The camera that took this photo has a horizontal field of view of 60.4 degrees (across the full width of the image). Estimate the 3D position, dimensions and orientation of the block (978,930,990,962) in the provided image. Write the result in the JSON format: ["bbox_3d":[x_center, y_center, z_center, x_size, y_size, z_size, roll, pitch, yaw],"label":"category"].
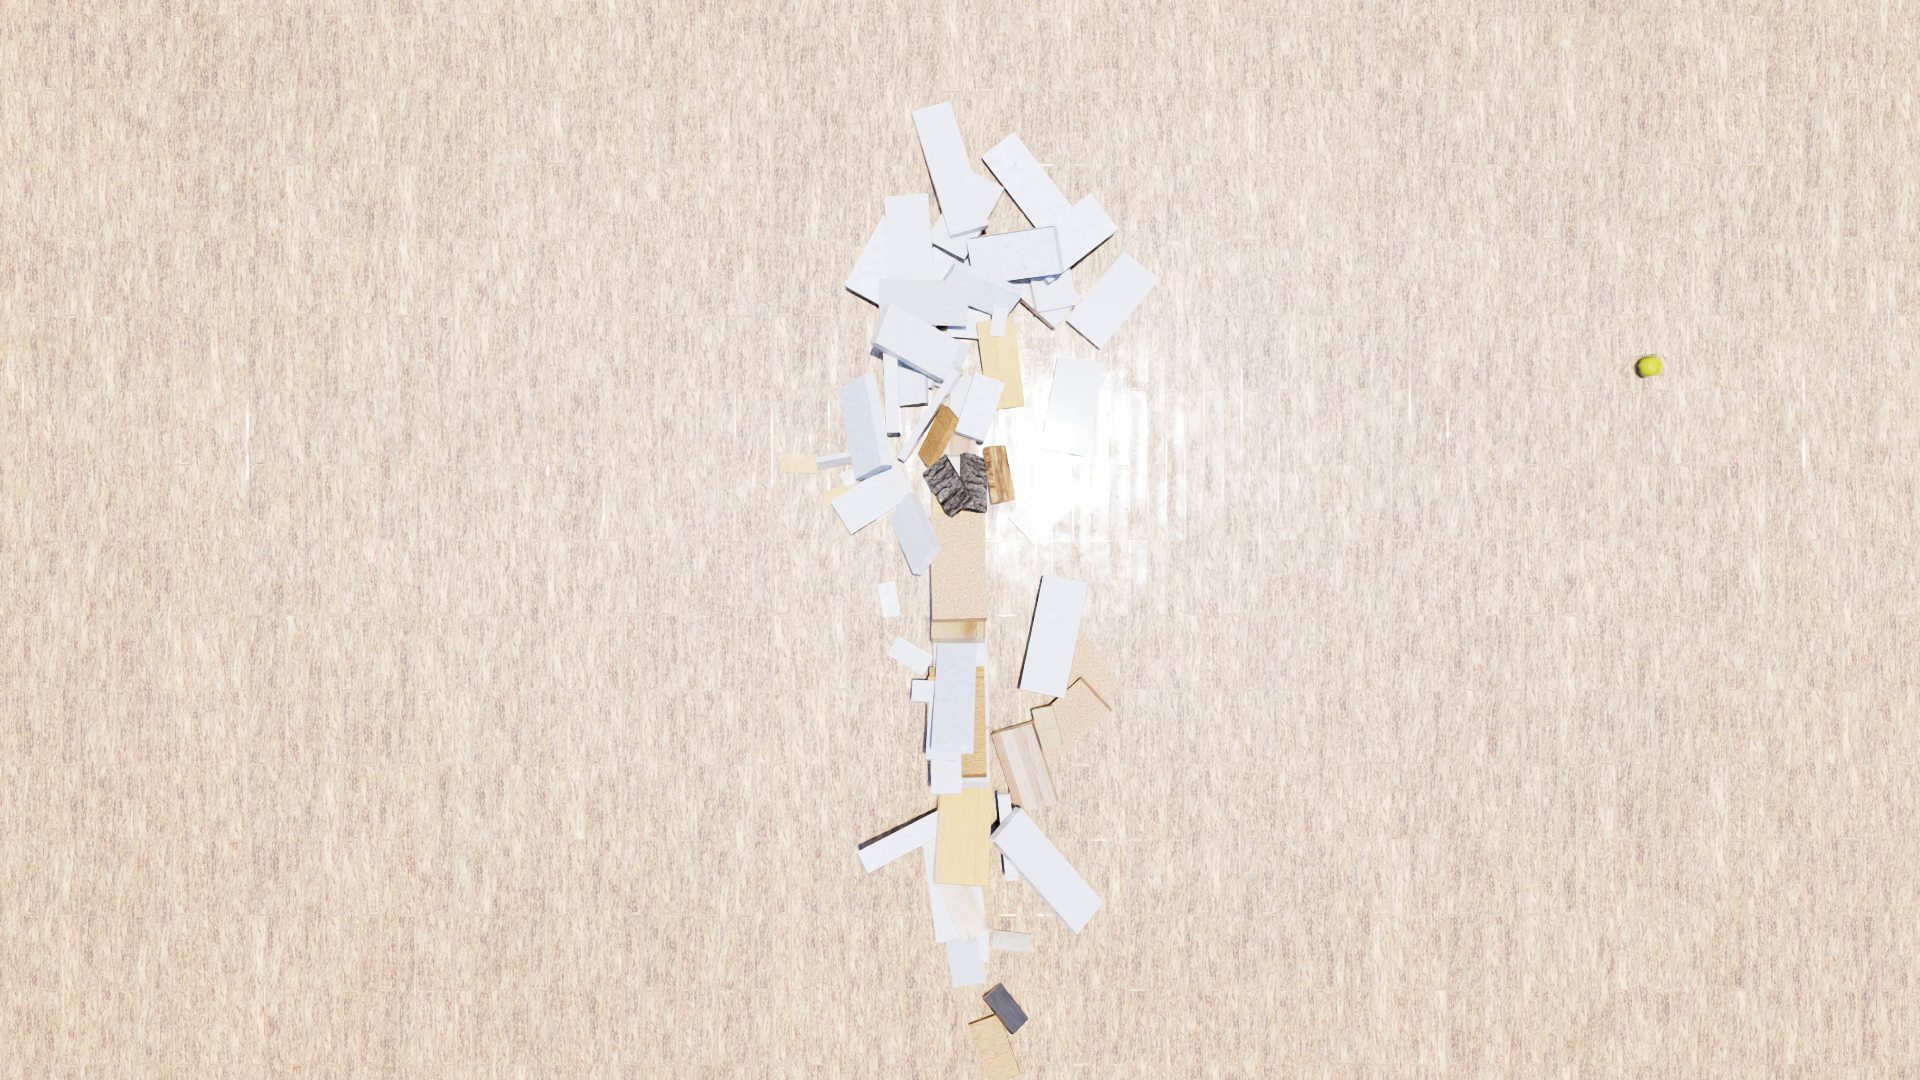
[{"bbox_3d":[0.065,1.341,5.491,0.062,0.018,0.124,1,90,0],"label":"block"}]

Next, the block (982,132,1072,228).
[{"bbox_3d":[0.225,-1.182,5.481,0.136,0.039,0.326,-38,90,0],"label":"block"}]

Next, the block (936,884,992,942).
[{"bbox_3d":[0.009,1.183,5.355,0.107,0.030,0.213,-24,87,-8],"label":"block"}]

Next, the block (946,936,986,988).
[{"bbox_3d":[0.018,1.387,5.421,0.107,0.030,0.213,-9,129,0],"label":"block"}]

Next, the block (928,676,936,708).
[{"bbox_3d":[-0.056,0.531,5.279,0.094,0.027,0.187,0,68,1],"label":"block"}]

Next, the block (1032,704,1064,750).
[{"bbox_3d":[0.289,0.616,5.423,0.069,0.020,0.139,-14,97,13],"label":"block"}]

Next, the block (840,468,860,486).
[{"bbox_3d":[-0.347,-0.218,5.493,0.095,0.014,0.048,-25,90,0],"label":"block"}]

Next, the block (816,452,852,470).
[{"bbox_3d":[-0.411,-0.264,5.468,0.124,0.062,0.018,-10,68,0],"label":"block"}]

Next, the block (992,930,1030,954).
[{"bbox_3d":[0.170,1.335,5.491,0.124,0.018,0.062,7,90,0],"label":"block"}]

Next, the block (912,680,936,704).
[{"bbox_3d":[-0.083,0.486,5.273,0.139,0.020,0.069,2,68,1],"label":"block"}]

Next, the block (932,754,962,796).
[{"bbox_3d":[-0.043,0.711,5.206,0.094,0.027,0.187,-1,68,0],"label":"block"}]

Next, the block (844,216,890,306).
[{"bbox_3d":[-0.260,-0.921,5.444,0.131,0.037,0.262,29,90,0],"label":"block"}]

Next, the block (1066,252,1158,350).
[{"bbox_3d":[0.505,-0.795,5.479,0.149,0.042,0.298,40,90,0],"label":"block"}]

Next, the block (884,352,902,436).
[{"bbox_3d":[-0.223,-0.506,5.422,0.044,0.156,0.312,-2,90,0],"label":"block"}]

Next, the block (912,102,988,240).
[{"bbox_3d":[-0.033,-1.221,5.440,0.131,0.037,0.449,-16,80,-3],"label":"block"}]

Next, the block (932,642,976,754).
[{"bbox_3d":[-0.015,0.478,5.213,0.127,0.514,0.036,1,128,1],"label":"block"}]

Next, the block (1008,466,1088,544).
[{"bbox_3d":[0.291,-0.117,5.483,0.247,0.035,0.123,-43,90,0],"label":"block"}]

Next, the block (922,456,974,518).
[{"bbox_3d":[-0.038,-0.175,5.368,0.094,0.027,0.188,-38,61,14],"label":"block"}]

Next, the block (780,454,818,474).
[{"bbox_3d":[-0.535,-0.254,5.491,0.124,0.018,0.062,3,90,0],"label":"block"}]

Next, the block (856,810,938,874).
[{"bbox_3d":[-0.135,0.957,5.369,0.412,0.022,0.076,-25,78,-16],"label":"block"}]

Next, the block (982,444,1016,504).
[{"bbox_3d":[0.129,-0.220,5.455,0.027,0.094,0.188,-10,90,39],"label":"block"}]

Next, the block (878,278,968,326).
[{"bbox_3d":[-0.118,-0.773,5.364,0.286,0.041,0.143,2,129,2],"label":"block"}]

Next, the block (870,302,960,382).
[{"bbox_3d":[-0.144,-0.640,5.359,0.286,0.041,0.143,27,75,-29],"label":"block"}]

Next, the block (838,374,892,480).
[{"bbox_3d":[-0.311,-0.371,5.397,0.044,0.156,0.311,-2,76,-39],"label":"block"}]

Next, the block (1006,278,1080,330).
[{"bbox_3d":[0.252,-0.839,5.460,0.273,0.039,0.136,41,81,-4],"label":"block"}]

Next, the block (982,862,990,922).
[{"bbox_3d":[0.012,0.984,5.459,0.170,0.048,0.580,-1,87,0],"label":"block"}]

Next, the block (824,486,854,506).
[{"bbox_3d":[-0.393,-0.144,5.476,0.115,0.016,0.058,-5,87,2],"label":"block"}]

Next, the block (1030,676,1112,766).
[{"bbox_3d":[0.341,0.603,5.443,0.297,0.042,0.148,-43,90,14],"label":"block"}]

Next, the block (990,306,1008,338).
[{"bbox_3d":[0.128,-0.716,5.408,0.048,0.014,0.095,8,100,-3],"label":"block"}]

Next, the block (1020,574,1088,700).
[{"bbox_3d":[0.310,0.317,5.413,0.149,0.042,0.385,11,82,8],"label":"block"}]

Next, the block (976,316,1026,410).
[{"bbox_3d":[0.135,-0.583,5.457,0.123,0.035,0.293,-8,100,0],"label":"block"}]

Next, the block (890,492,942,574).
[{"bbox_3d":[-0.146,-0.022,5.378,0.036,0.254,0.127,10,130,-36],"label":"block"}]

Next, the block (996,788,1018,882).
[{"bbox_3d":[0.156,0.968,5.430,0.040,0.139,0.279,-5,90,0],"label":"block"}]

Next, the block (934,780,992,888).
[{"bbox_3d":[0.011,0.948,5.359,0.170,0.048,0.340,6,72,-8],"label":"block"}]

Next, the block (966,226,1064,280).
[{"bbox_3d":[0.179,-0.924,5.352,0.298,0.042,0.149,-4,107,22],"label":"block"}]

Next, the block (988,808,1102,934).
[{"bbox_3d":[0.283,1.082,5.390,0.140,0.040,0.453,-47,108,-22],"label":"block"}]
